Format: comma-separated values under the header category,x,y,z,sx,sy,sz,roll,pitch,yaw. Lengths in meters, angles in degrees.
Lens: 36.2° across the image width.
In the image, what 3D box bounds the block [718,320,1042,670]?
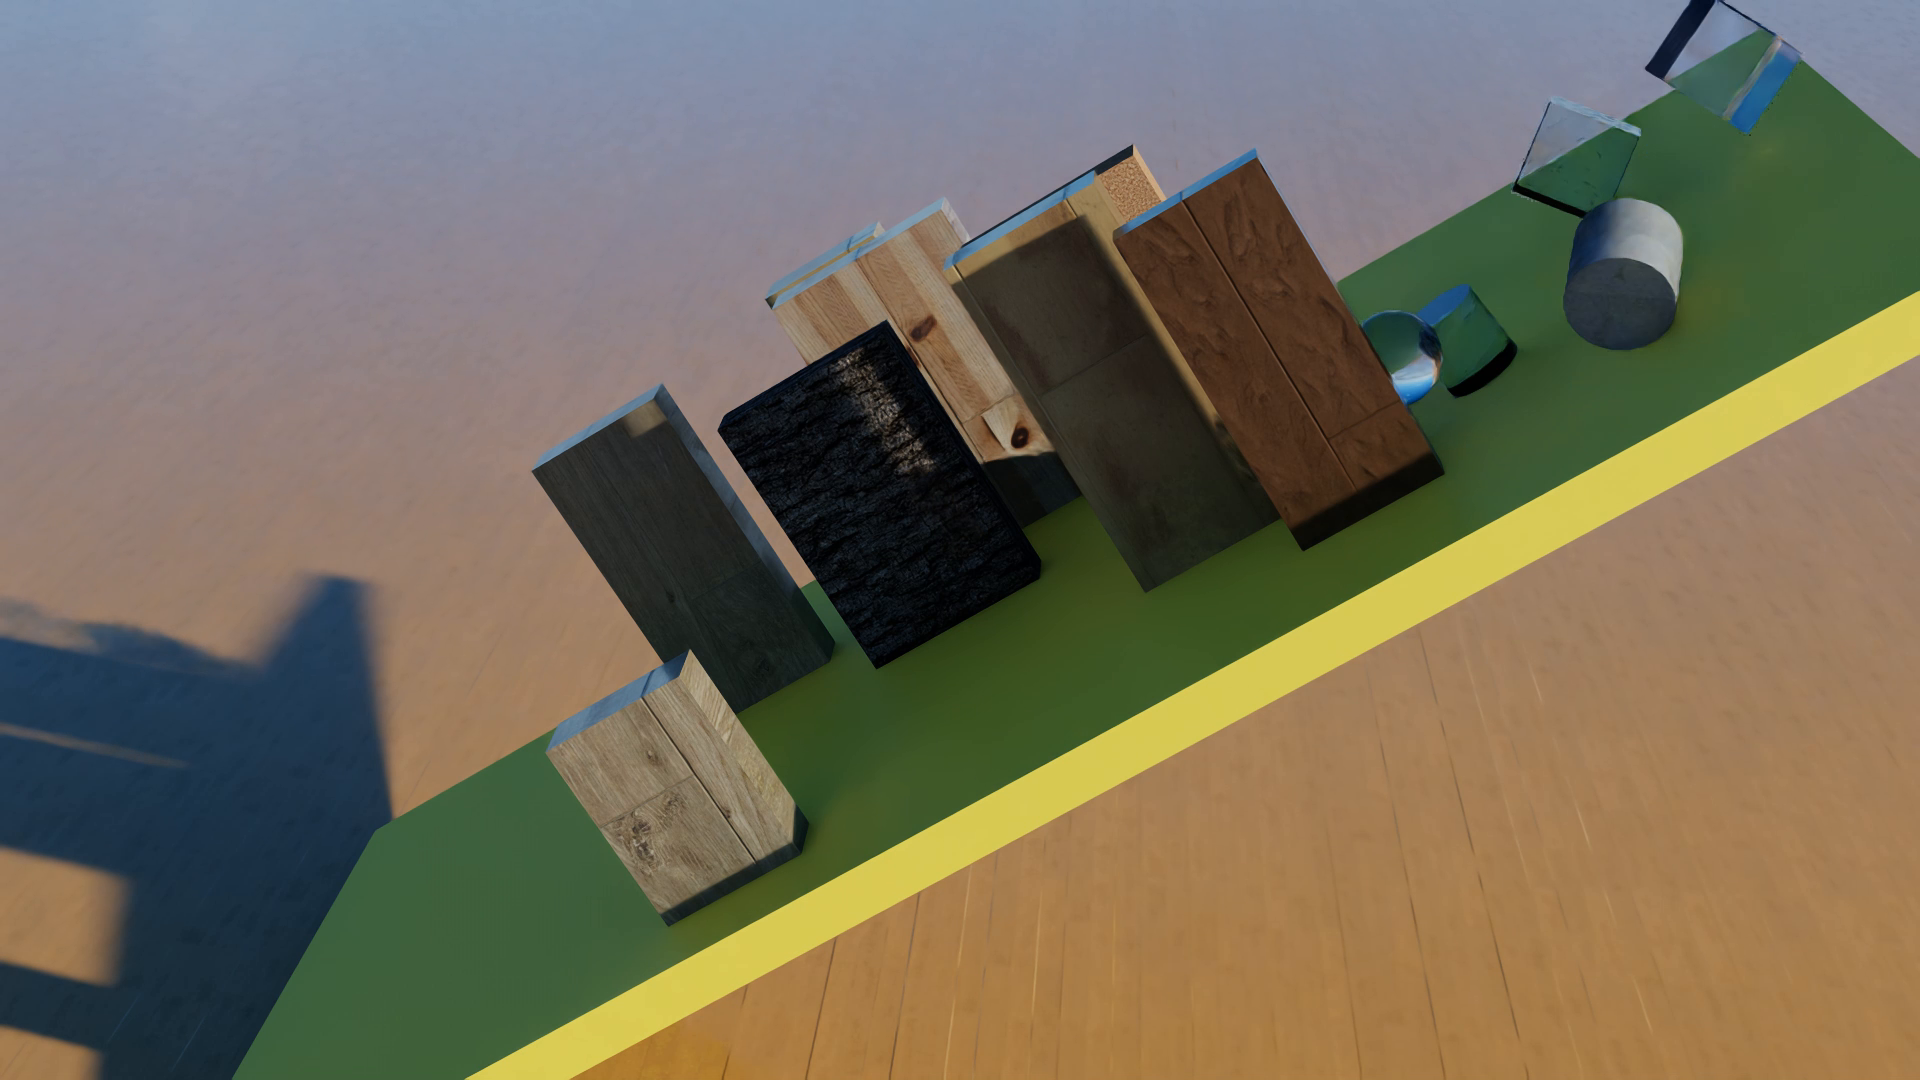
category,x,y,z,sx,sy,sz,roll,pitch,yaw
block,-0.169,-0.094,6.327,0.416,0.633,0.115,-30,15,13

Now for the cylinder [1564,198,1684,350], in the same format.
category,x,y,z,sx,sy,sz,roll,pitch,yaw
cylinder,1.235,-0.494,5.469,0.203,0.203,0.203,5,39,15

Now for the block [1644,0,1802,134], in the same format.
category,x,y,z,sx,sy,sz,roll,pitch,yaw
block,1.576,-0.986,6.067,0.195,0.195,0.195,40,16,26

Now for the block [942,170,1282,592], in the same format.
category,x,y,z,sx,sy,sz,roll,pitch,yaw
block,0.313,-0.304,5.745,0.337,0.762,0.112,-30,15,13

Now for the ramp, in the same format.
category,x,y,z,sx,sy,sz,roll,pitch,yaw
ramp,0.141,0.169,6.289,4.000,0.100,2.000,-30,15,13

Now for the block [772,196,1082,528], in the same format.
category,x,y,z,sx,sy,sz,roll,pitch,yaw
block,-0.037,-0.347,6.676,0.448,0.728,0.126,-30,15,13

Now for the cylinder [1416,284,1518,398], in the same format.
category,x,y,z,sx,sy,sz,roll,pitch,yaw
cylinder,0.985,-0.392,5.785,0.158,0.158,0.158,-38,13,11

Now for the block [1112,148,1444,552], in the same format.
category,x,y,z,sx,sy,sz,roll,pitch,yaw
block,0.591,-0.346,5.437,0.301,0.696,0.081,-30,15,13

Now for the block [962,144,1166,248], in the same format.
category,x,y,z,sx,sy,sz,roll,pitch,yaw
block,0.362,-0.395,6.033,0.409,0.714,0.108,-30,15,13

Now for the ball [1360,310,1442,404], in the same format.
category,x,y,z,sx,sy,sz,roll,pitch,yaw
ball,0.821,-0.343,5.565,0.183,0.183,0.183,0,19,0

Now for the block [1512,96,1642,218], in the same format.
category,x,y,z,sx,sy,sz,roll,pitch,yaw
block,1.296,-0.799,6.173,0.197,0.197,0.197,23,17,8

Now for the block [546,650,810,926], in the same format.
category,x,y,z,sx,sy,sz,roll,pitch,yaw
block,-0.542,0.479,5.678,0.309,0.425,0.141,-30,15,13

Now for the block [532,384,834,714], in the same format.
category,x,y,z,sx,sy,sz,roll,pitch,yaw
block,-0.621,0.041,6.657,0.329,0.723,0.123,-30,15,13

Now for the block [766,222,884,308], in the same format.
category,x,y,z,sx,sy,sz,roll,pitch,yaw
block,-0.144,-0.382,7.069,0.304,0.698,0.144,-30,15,13
